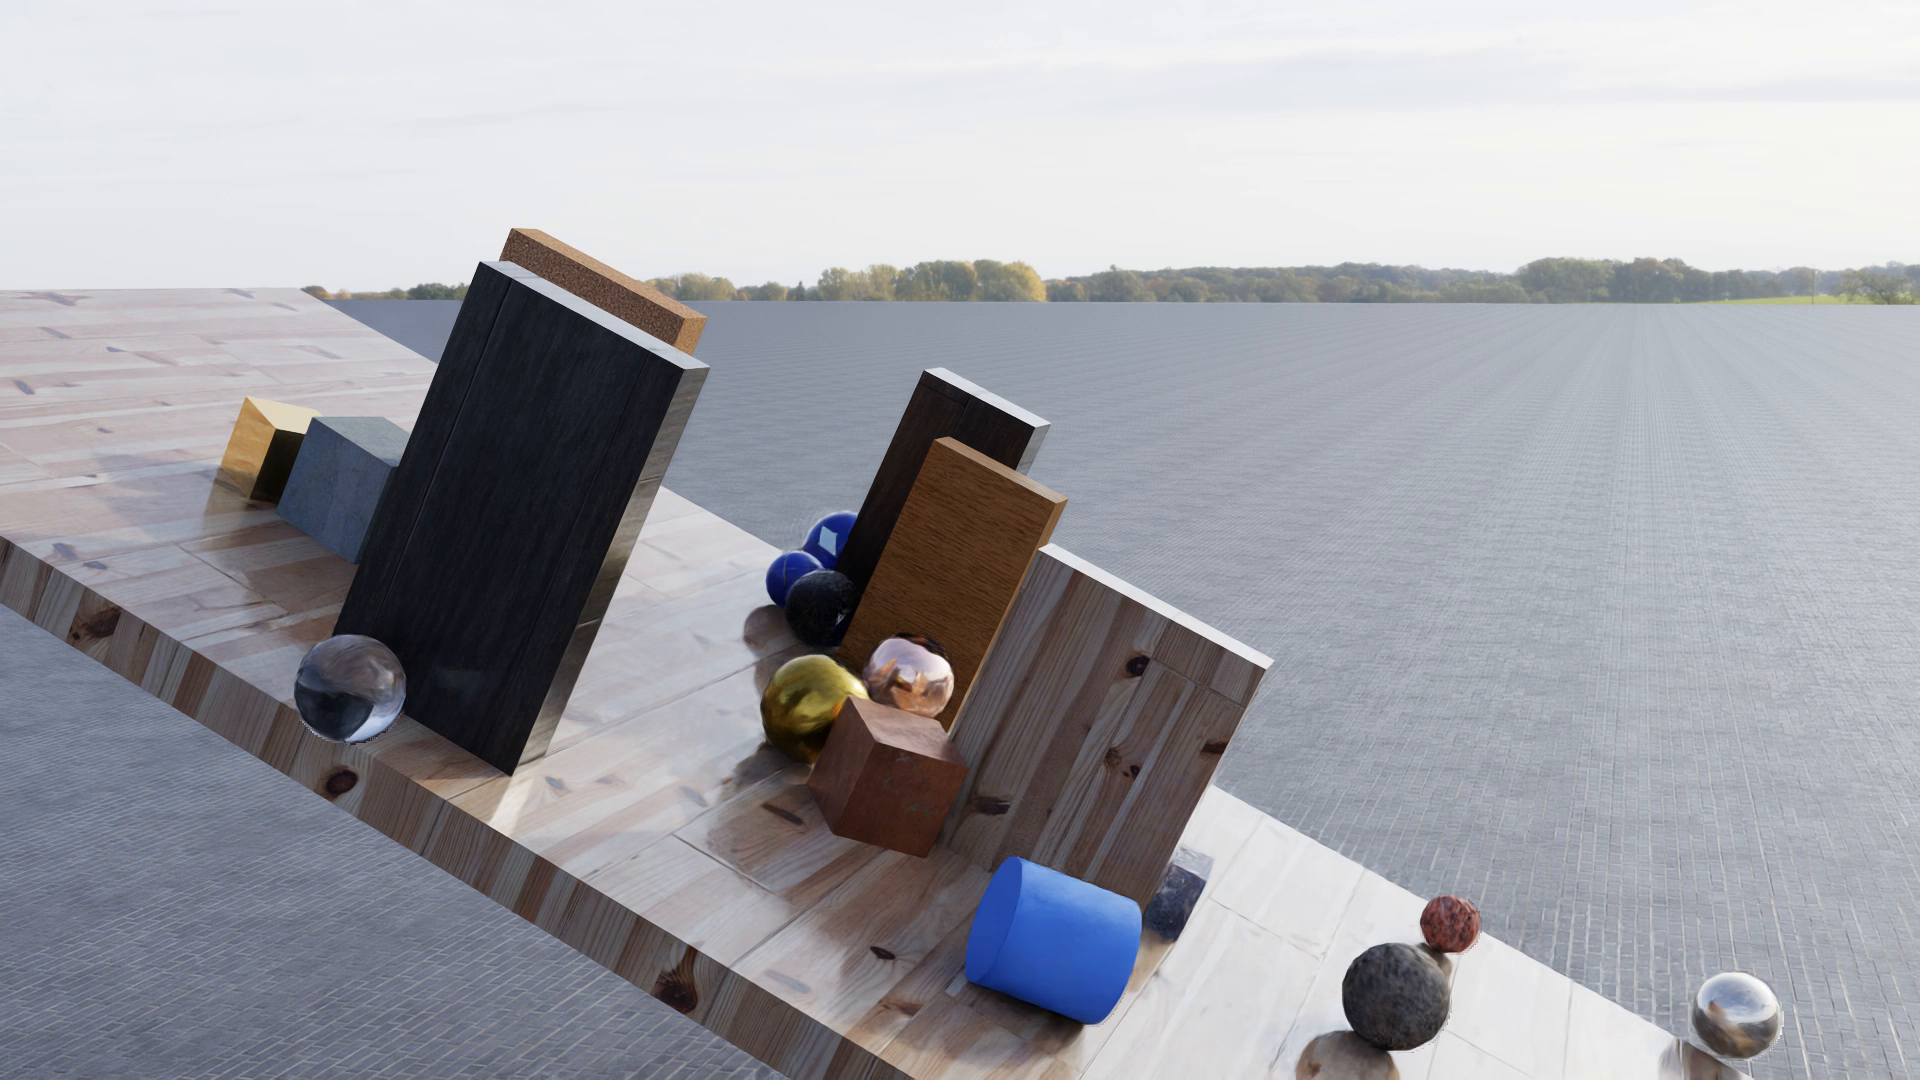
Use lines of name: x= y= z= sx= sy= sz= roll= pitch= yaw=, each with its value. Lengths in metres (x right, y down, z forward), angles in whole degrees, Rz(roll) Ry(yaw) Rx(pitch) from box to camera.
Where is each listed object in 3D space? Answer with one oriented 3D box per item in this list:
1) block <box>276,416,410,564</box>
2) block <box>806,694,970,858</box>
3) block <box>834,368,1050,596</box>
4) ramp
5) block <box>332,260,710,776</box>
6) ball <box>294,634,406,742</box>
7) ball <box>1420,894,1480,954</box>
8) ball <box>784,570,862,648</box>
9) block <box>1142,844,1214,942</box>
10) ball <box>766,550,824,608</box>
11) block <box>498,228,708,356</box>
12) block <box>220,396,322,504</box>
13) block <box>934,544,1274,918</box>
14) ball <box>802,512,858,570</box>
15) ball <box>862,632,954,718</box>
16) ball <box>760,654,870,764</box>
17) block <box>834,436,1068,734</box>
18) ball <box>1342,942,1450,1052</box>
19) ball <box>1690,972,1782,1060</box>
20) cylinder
block: x=-1.095 y=-0.095 z=4.071 sx=0.199 sy=0.199 sz=0.199 roll=30 pitch=14 yaw=20
block: x=-0.129 y=0.416 z=3.871 sx=0.185 sy=0.185 sz=0.185 roll=19 pitch=15 yaw=-25
block: x=-0.064 y=-0.041 z=4.808 sx=0.275 sy=0.607 sz=0.132 roll=28 pitch=14 yaw=12
ramp: x=-0.258 y=0.439 z=4.167 sx=4.000 sy=0.100 sz=2.000 roll=28 pitch=14 yaw=12
block: x=-0.702 y=-0.033 z=3.437 sx=0.374 sy=0.708 sz=0.097 roll=28 pitch=14 yaw=12
ball: x=-0.910 y=0.220 z=3.283 sx=0.162 sy=0.162 sz=0.162 roll=0 pitch=7 yaw=0
ball: x=1.020 y=0.800 z=4.580 sx=0.121 sy=0.121 sz=0.121 roll=0 pitch=7 yaw=0
ball: x=-0.287 y=0.146 z=4.650 sx=0.168 sy=0.168 sz=0.168 roll=0 pitch=7 yaw=0
block: x=0.375 y=0.633 z=4.050 sx=0.132 sy=0.132 sz=0.132 roll=27 pitch=14 yaw=7
ball: x=-0.359 y=0.090 z=4.809 sx=0.134 sy=0.134 sz=0.134 roll=0 pitch=7 yaw=0
block: x=-0.753 y=-0.172 z=3.941 sx=0.365 sy=0.675 sz=0.097 roll=28 pitch=14 yaw=12
block: x=-1.271 y=-0.162 z=4.130 sx=0.146 sy=0.146 sz=0.146 roll=11 pitch=19 yaw=-45
block: x=0.225 y=0.361 z=3.887 sx=0.444 sy=0.565 sz=0.093 roll=28 pitch=14 yaw=12
ball: x=-0.262 y=0.035 z=5.044 sx=0.201 sy=0.201 sz=0.201 roll=0 pitch=7 yaw=0
ball: x=-0.104 y=0.279 z=4.427 sx=0.187 sy=0.187 sz=0.187 roll=0 pitch=7 yaw=0
ball: x=-0.263 y=0.309 z=4.005 sx=0.201 sy=0.201 sz=0.201 roll=0 pitch=7 yaw=0
block: x=-0.025 y=0.091 z=4.535 sx=0.284 sy=0.533 sz=0.101 roll=28 pitch=14 yaw=12
ball: x=0.780 y=0.818 z=3.938 sx=0.191 sy=0.191 sz=0.191 roll=0 pitch=7 yaw=0
ball: x=1.687 y=1.033 z=4.780 sx=0.186 sy=0.186 sz=0.186 roll=0 pitch=7 yaw=0
cylinder: x=0.147 y=0.634 z=3.482 sx=0.208 sy=0.208 sz=0.208 roll=22 pitch=2 yaw=-12
